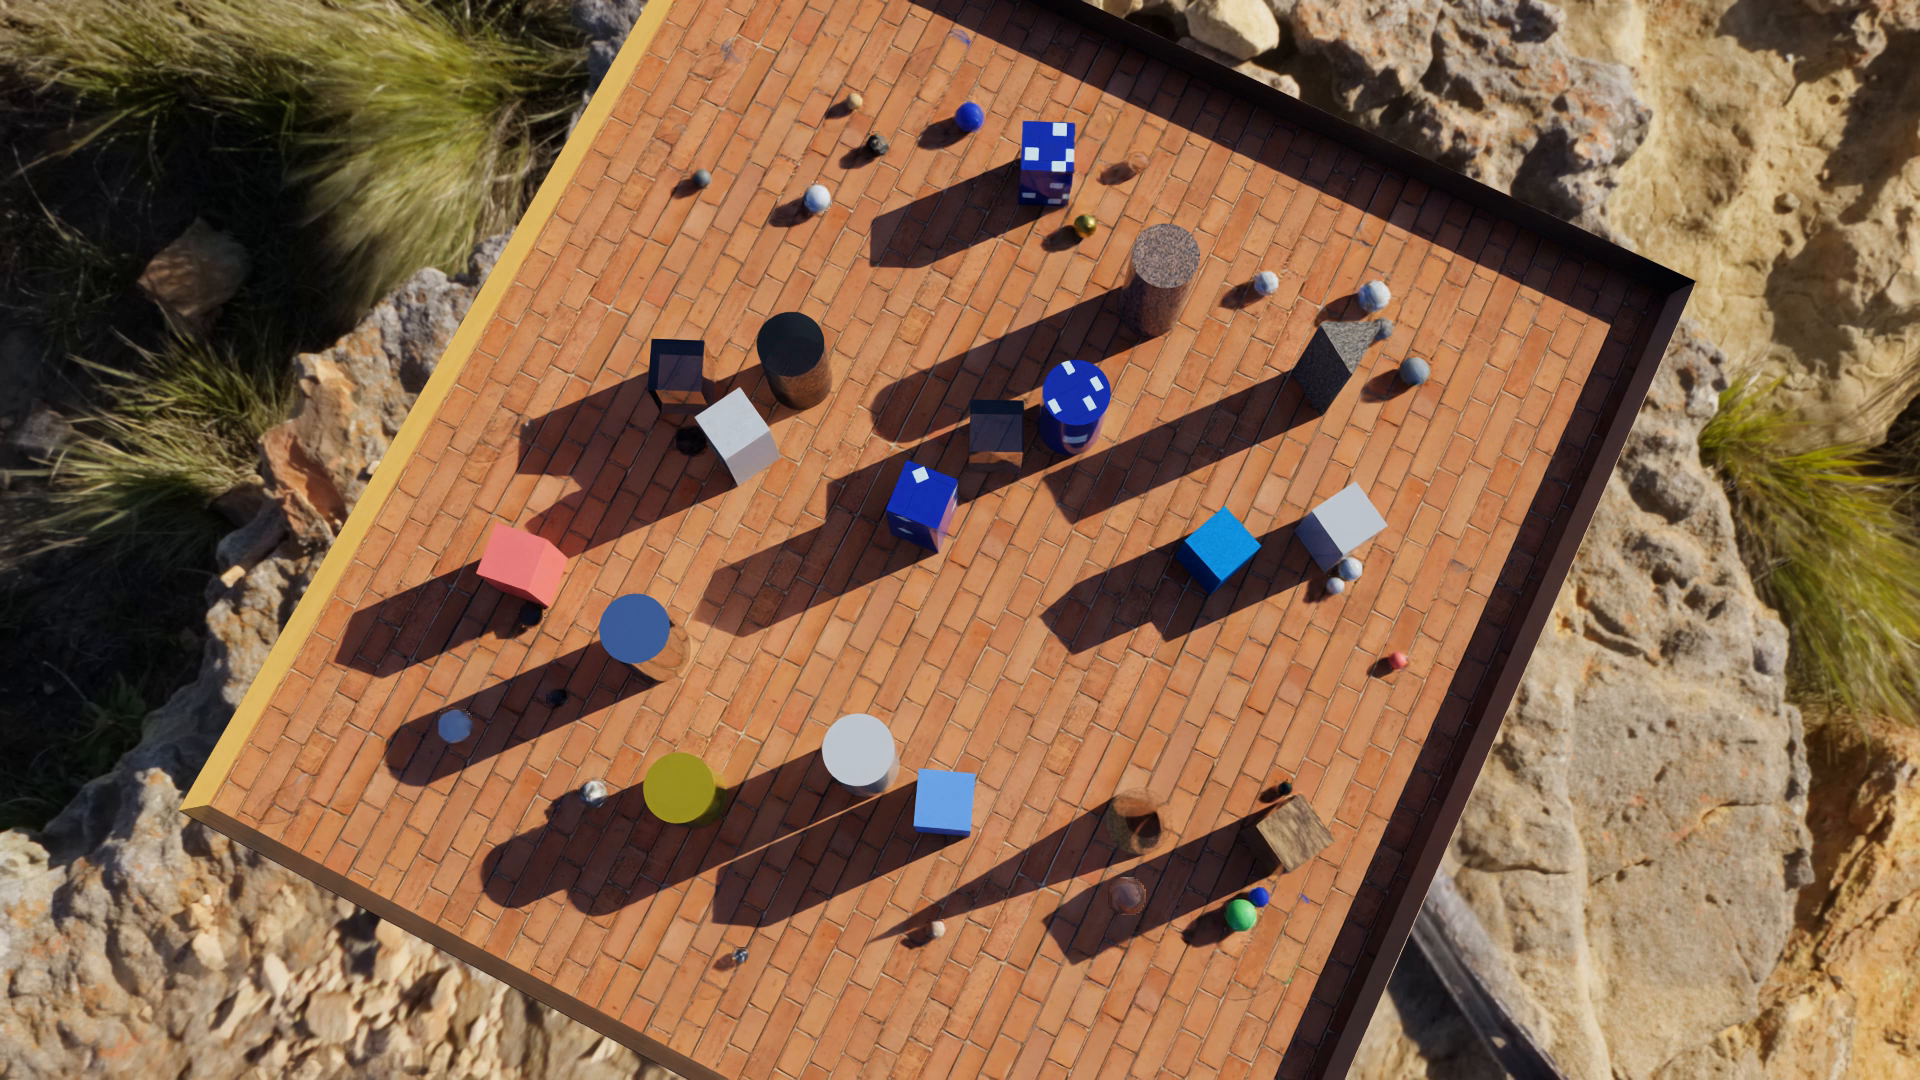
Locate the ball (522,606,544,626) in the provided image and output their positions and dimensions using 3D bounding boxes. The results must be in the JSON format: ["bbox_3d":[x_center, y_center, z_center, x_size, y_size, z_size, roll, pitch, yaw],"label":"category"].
[{"bbox_3d":[-1.292,0.230,5.536,0.066,0.066,0.066,0,78,0],"label":"ball"}]

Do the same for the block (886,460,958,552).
[{"bbox_3d":[-0.110,-0.096,5.459,0.159,0.348,0.159,21,79,4],"label":"block"}]

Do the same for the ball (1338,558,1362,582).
[{"bbox_3d":[1.185,0.089,5.561,0.072,0.072,0.072,0,78,0],"label":"ball"}]

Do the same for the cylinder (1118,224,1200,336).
[{"bbox_3d":[0.598,-0.780,5.546,0.199,0.455,0.199,0,78,0],"label":"cylinder"}]

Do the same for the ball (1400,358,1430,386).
[{"bbox_3d":[1.409,-0.521,5.679,0.090,0.090,0.090,0,78,0],"label":"ball"}]

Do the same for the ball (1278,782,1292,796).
[{"bbox_3d":[0.965,0.739,5.442,0.042,0.042,0.042,0,78,0],"label":"ball"}]

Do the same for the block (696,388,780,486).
[{"bbox_3d":[-0.665,-0.307,5.512,0.159,0.329,0.159,-35,80,-7],"label":"block"}]

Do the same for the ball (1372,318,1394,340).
[{"bbox_3d":[1.317,-0.660,5.718,0.069,0.069,0.069,0,78,0],"label":"ball"}]

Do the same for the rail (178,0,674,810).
[{"bbox_3d":[-1.473,-0.714,5.697,0.045,0.129,3.480,26,80,5],"label":"rail"}]

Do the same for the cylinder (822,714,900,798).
[{"bbox_3d":[-0.279,0.622,5.252,0.199,0.461,0.199,0,78,0],"label":"cylinder"}]

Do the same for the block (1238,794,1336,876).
[{"bbox_3d":[0.934,0.850,5.266,0.159,0.343,0.159,-34,80,-7],"label":"block"}]

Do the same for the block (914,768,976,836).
[{"bbox_3d":[-0.043,0.759,5.280,0.159,0.352,0.159,5,78,1],"label":"block"}]

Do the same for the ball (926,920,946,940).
[{"bbox_3d":[-0.069,1.139,5.353,0.054,0.054,0.054,0,78,0],"label":"ball"}]

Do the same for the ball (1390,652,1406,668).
[{"bbox_3d":[1.318,0.362,5.516,0.050,0.050,0.050,0,78,0],"label":"ball"}]

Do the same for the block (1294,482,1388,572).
[{"bbox_3d":[1.135,-0.035,5.478,0.159,0.286,0.159,-33,80,-6],"label":"block"}]

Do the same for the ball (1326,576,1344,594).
[{"bbox_3d":[1.140,0.139,5.561,0.054,0.054,0.054,0,78,0],"label":"ball"}]

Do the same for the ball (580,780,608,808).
[{"bbox_3d":[-1.084,0.752,5.419,0.082,0.082,0.082,0,78,0],"label":"ball"}]

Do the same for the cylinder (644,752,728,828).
[{"bbox_3d":[-0.792,0.729,5.309,0.199,0.307,0.199,0,78,0],"label":"cylinder"}]

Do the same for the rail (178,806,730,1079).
[{"bbox_3d":[-0.768,1.510,5.237,3.342,0.129,0.045,26,80,5],"label":"rail"}]

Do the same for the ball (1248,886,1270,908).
[{"bbox_3d":[0.875,1.048,5.368,0.062,0.062,0.062,0,78,0],"label":"ball"}]

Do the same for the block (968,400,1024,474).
[{"bbox_3d":[0.109,-0.312,5.549,0.159,0.259,0.159,1,78,0],"label":"block"}]

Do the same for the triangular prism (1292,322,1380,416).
[{"bbox_3d":[1.103,-0.542,5.495,0.149,0.458,0.172,30,80,6],"label":"triangular prism"}]

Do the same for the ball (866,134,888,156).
[{"bbox_3d":[-0.264,-1.258,5.842,0.070,0.070,0.070,0,78,0],"label":"ball"}]

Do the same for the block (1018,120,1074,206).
[{"bbox_3d":[0.268,-1.172,5.718,0.159,0.277,0.159,2,78,0],"label":"block"}]

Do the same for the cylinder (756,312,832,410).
[{"bbox_3d":[-0.497,-0.538,5.546,0.199,0.357,0.199,0,78,0],"label":"cylinder"}]

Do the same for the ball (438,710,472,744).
[{"bbox_3d":[-1.503,0.555,5.451,0.099,0.099,0.099,0,78,0],"label":"ball"}]

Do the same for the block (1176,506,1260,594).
[{"bbox_3d":[0.770,0.035,5.484,0.159,0.246,0.159,-40,81,-8],"label":"block"}]

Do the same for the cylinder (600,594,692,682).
[{"bbox_3d":[-0.913,0.290,5.345,0.199,0.414,0.199,0,78,0],"label":"cylinder"}]

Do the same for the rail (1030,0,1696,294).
[{"bbox_3d":[0.768,-1.496,5.859,3.342,0.129,0.045,26,80,5],"label":"rail"}]

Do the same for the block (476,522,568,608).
[{"bbox_3d":[-1.299,0.077,5.453,0.159,0.289,0.159,18,79,4],"label":"block"}]

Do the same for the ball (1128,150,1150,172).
[{"bbox_3d":[0.568,-1.204,5.831,0.068,0.068,0.068,0,78,0],"label":"ball"}]

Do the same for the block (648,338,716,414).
[{"bbox_3d":[-0.846,-0.495,5.587,0.159,0.259,0.159,2,78,0],"label":"block"}]

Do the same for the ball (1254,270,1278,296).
[{"bbox_3d":[0.960,-0.806,5.744,0.077,0.077,0.077,0,78,0],"label":"ball"}]

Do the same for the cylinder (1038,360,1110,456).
[{"bbox_3d":[0.341,-0.395,5.519,0.199,0.352,0.199,0,78,0],"label":"cylinder"}]

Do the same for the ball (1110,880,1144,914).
[{"bbox_3d":[0.487,1.041,5.350,0.100,0.100,0.100,0,78,0],"label":"ball"}]

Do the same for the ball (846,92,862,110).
[{"bbox_3d":[-0.341,-1.408,5.881,0.053,0.053,0.053,0,78,0],"label":"ball"}]

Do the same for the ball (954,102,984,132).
[{"bbox_3d":[0.031,-1.349,5.848,0.094,0.094,0.094,0,78,0],"label":"ball"}]

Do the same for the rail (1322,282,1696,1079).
[{"bbox_3d":[1.473,0.728,5.399,0.045,0.129,3.480,26,80,5],"label":"rail"}]

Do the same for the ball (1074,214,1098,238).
[{"bbox_3d":[0.395,-0.992,5.783,0.076,0.076,0.076,0,78,0],"label":"ball"}]

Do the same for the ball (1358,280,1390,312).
[{"bbox_3d":[1.292,-0.762,5.724,0.099,0.099,0.099,0,78,0],"label":"ball"}]

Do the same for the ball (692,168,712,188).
[{"bbox_3d":[-0.821,-1.150,5.825,0.058,0.058,0.058,0,78,0],"label":"ball"}]

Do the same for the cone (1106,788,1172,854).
[{"bbox_3d":[0.533,0.786,5.207,0.199,0.483,0.199,0,78,0],"label":"cone"}]

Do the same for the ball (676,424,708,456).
[{"bbox_3d":[-0.824,-0.306,5.628,0.096,0.096,0.096,0,78,0],"label":"ball"}]

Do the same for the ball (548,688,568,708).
[{"bbox_3d":[-1.204,0.473,5.490,0.056,0.056,0.056,0,78,0],"label":"ball"}]

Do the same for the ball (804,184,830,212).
[{"bbox_3d":[-0.453,-1.082,5.797,0.085,0.085,0.085,0,78,0],"label":"ball"}]

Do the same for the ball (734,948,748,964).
[{"bbox_3d":[-0.639,1.213,5.343,0.045,0.045,0.045,0,78,0],"label":"ball"}]

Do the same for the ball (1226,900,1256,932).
[{"bbox_3d":[0.819,1.094,5.343,0.091,0.091,0.091,0,78,0],"label":"ball"}]
